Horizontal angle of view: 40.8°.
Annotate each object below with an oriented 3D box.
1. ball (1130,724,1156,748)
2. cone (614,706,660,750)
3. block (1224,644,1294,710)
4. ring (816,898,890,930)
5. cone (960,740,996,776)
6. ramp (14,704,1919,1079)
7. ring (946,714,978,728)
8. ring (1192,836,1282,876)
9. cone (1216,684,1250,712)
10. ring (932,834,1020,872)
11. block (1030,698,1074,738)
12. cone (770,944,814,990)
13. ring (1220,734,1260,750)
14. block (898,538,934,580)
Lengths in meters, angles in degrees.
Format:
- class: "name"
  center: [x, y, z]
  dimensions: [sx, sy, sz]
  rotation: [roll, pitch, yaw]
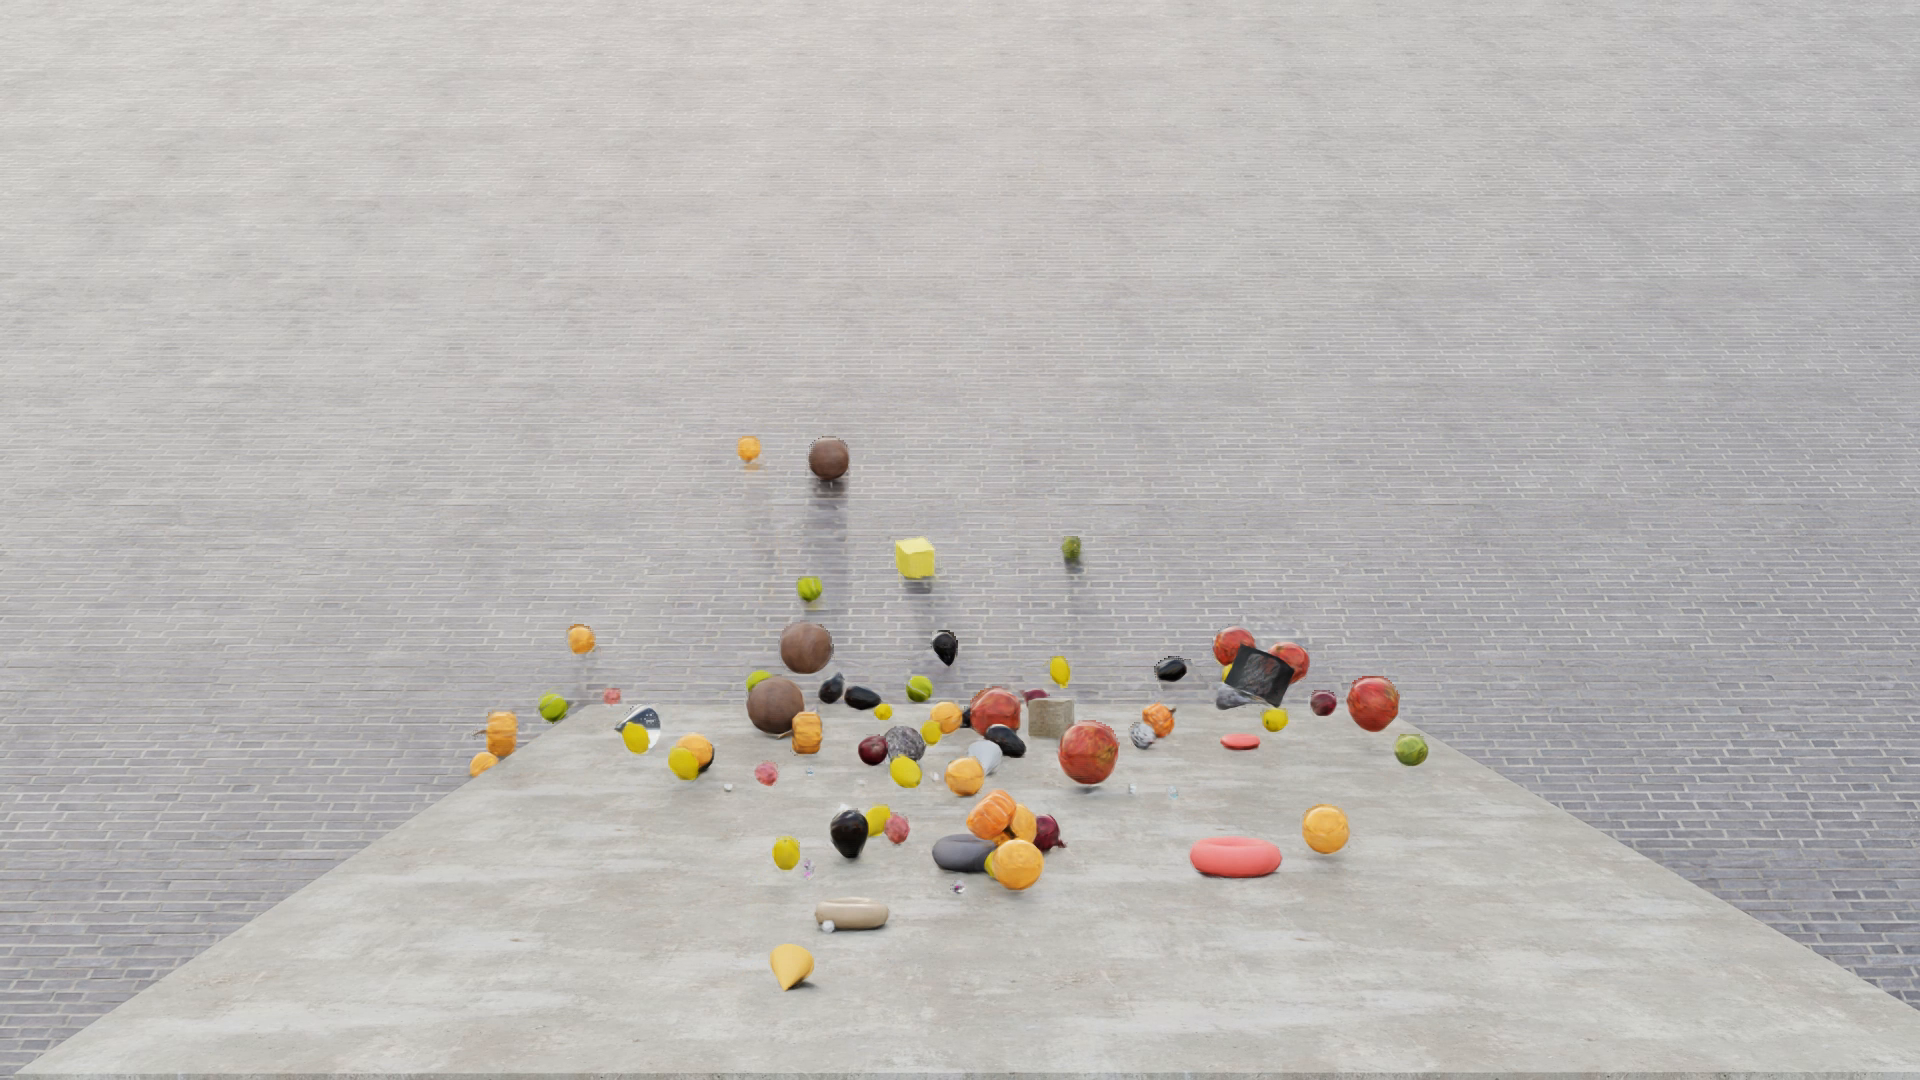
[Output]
- class: "ball"
  center: [0.392, 0.420, 5.522]
  dimensions: [0.054, 0.054, 0.054]
  rotation: [0, 25, 0]
- class: "cone"
  center: [-0.702, 0.399, 5.464]
  dimensions: [0.095, 0.095, 0.095]
  rotation: [20, 10, 36]
- class: "block"
  center: [0.645, 0.295, 5.553]
  dimensions: [0.094, 0.094, 0.094]
  rotation: [19, -9, 34]
- class: "ring"
  center: [-0.141, 0.490, 3.387]
  dimensions: [0.098, 0.033, 0.098]
  rotation: [0, 0, 0]
- class: "cone"
  center: [0.046, 0.443, 5.046]
  dimensions: [0.075, 0.075, 0.075]
  rotation: [-7, 56, -15]
- class: "ramp"
  center: [0.058, 0.524, 4.562]
  dimensions: [2.000, 0.100, 4.000]
  rotation: [0, 2, 0]
- class: "ring"
  center: [0.006, 0.421, 6.007]
  dimensions: [0.077, 0.026, 0.077]
  rotation: [-1, 3, 0]
- class: "ring"
  center: [0.411, 0.472, 3.838]
  dimensions: [0.135, 0.045, 0.135]
  rotation: [0, 3, 0]
- class: "cone"
  center: [0.649, 0.373, 6.026]
  dimensions: [0.071, 0.071, 0.071]
  rotation: [12, 27, 37]
- class: "ring"
  center: [0.024, 0.471, 3.885]
  dimensions: [0.133, 0.044, 0.133]
  rotation: [0, 3, 0]
- class: "block"
  center: [0.206, 0.399, 5.800]
  dimensions: [0.081, 0.081, 0.081]
  rotation: [0, 2, 18]
- class: "cone"
  center: [-0.199, 0.506, 2.984]
  dimensions: [0.054, 0.054, 0.054]
  rotation: [3, 29, 6]
- class: "ring"
  center: [0.601, 0.433, 5.533]
  dimensions: [0.083, 0.028, 0.083]
  rotation: [1, 2, 0]
- class: "block"
  center: [-0.128, 0.054, 7.445]
  dimensions: [0.081, 0.081, 0.081]
  rotation: [-11, 27, -21]
